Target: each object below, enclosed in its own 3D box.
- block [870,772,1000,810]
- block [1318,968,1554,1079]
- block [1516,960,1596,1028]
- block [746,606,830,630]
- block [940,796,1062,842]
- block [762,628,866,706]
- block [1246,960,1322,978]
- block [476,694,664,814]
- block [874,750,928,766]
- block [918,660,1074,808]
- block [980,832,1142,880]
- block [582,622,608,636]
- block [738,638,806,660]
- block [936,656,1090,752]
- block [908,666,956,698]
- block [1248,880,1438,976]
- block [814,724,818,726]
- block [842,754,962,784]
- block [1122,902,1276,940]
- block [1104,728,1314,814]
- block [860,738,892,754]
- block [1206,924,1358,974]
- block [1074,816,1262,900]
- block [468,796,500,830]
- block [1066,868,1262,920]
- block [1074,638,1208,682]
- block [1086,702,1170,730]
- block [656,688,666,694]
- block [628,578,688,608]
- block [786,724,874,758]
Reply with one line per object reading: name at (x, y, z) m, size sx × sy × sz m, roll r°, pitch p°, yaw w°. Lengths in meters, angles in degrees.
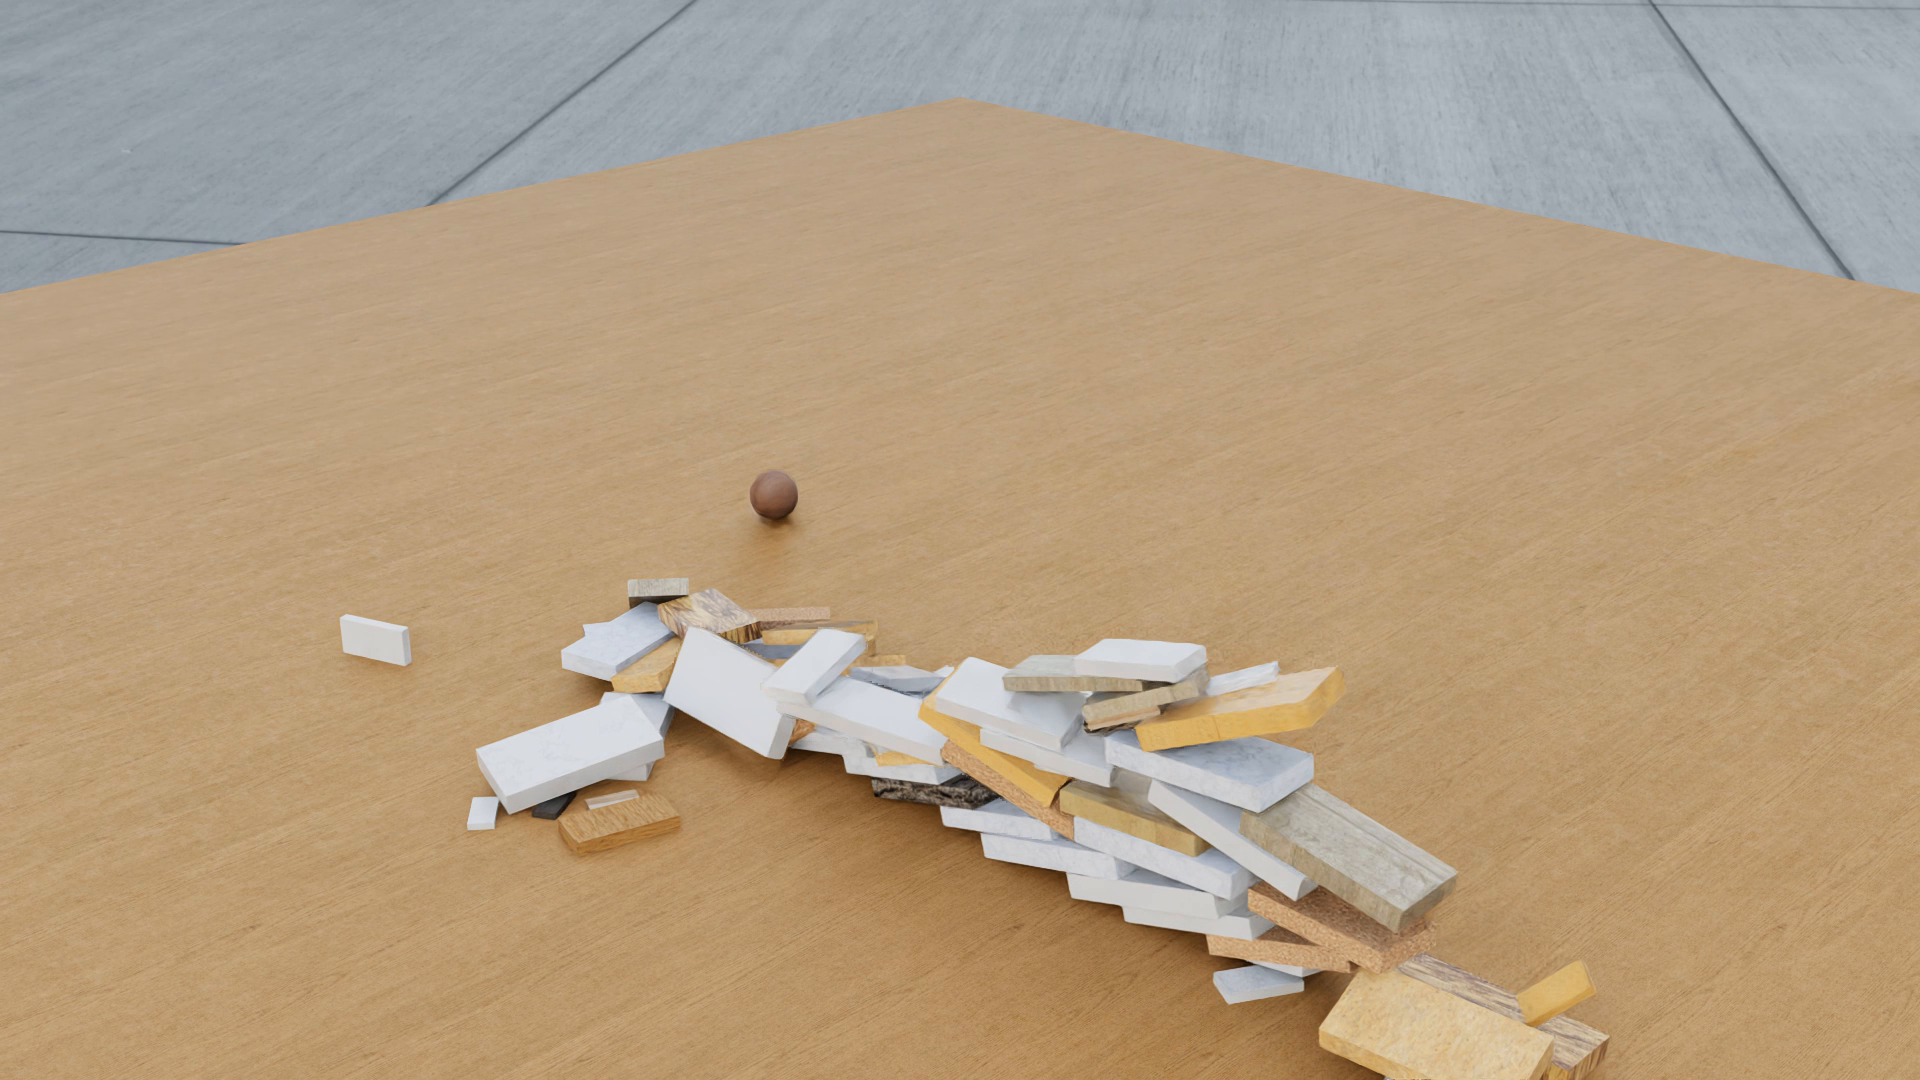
block at (-0.025, 0.486, 4.453) m, size 0.150 × 0.043 × 0.301 m, roll -21°, pitch 14°, yaw -40°
block at (0.780, 0.824, 3.610) m, size 0.337 × 0.048 × 0.168 m, roll 19°, pitch 47°, yaw 33°
block at (0.994, 0.758, 3.669) m, size 0.126 × 0.018 × 0.063 m, roll -37°, pitch 31°, yaw 20°
block at (-0.417, 0.189, 5.148) m, size 0.226 × 0.032 × 0.113 m, roll -2°, pitch 13°, yaw -4°
block at (0.119, 0.529, 4.314) m, size 0.150 × 0.043 × 0.301 m, roll -22°, pitch 15°, yaw -41°
block at (-0.301, 0.262, 4.564) m, size 0.108 × 0.031 × 0.217 m, roll 7°, pitch 35°, yaw 34°
block at (0.584, 0.745, 3.909) m, size 0.072 × 0.020 × 0.143 m, roll -9°, pitch 7°, yaw -34°
block at (-0.806, 0.441, 4.553) m, size 0.344 × 0.049 × 0.172 m, roll -19°, pitch 39°, yaw -24°
block at (-0.005, 0.401, 4.428) m, size 0.301 × 0.043 × 0.150 m, roll -7°, pitch 12°, yaw 25°
block at (0.088, 0.367, 4.190) m, size 0.307 × 0.043 × 0.153 m, roll 34°, pitch 45°, yaw 14°
block at (0.228, 0.575, 4.220) m, size 0.178 × 0.050 × 0.355 m, roll -21°, pitch 15°, yaw -40°
block at (-0.718, 0.233, 5.156) m, size 0.309 × 0.044 × 0.154 m, roll -6°, pitch 24°, yaw -14°
block at (-0.387, 0.242, 5.006) m, size 0.283 × 0.040 × 0.141 m, roll -4°, pitch 5°, yaw 32°
block at (0.102, 0.307, 4.129) m, size 0.264 × 0.037 × 0.132 m, roll 17°, pitch 40°, yaw 24°
block at (-0.051, 0.332, 4.880) m, size 0.088 × 0.025 × 0.176 m, roll 17°, pitch 28°, yaw 35°
block at (0.661, 0.653, 3.819) m, size 0.148 × 0.042 × 0.297 m, roll -17°, pitch 26°, yaw -38°
block at (-0.373, 0.382, 4.735) m, size 0.198 × 0.028 × 0.099 m, roll -8°, pitch 10°, yaw 29°
block at (-0.093, 0.446, 4.511) m, size 0.143 × 0.041 × 0.286 m, roll -21°, pitch 14°, yaw -40°
block at (0.458, 0.667, 4.025) m, size 0.297 × 0.042 × 0.148 m, roll -1°, pitch 15°, yaw 46°
block at (0.445, 0.391, 3.946) m, size 0.337 × 0.048 × 0.168 m, roll 15°, pitch 26°, yaw 40°
block at (-0.151, 0.392, 4.445) m, size 0.084 × 0.024 × 0.168 m, roll -16°, pitch 13°, yaw -16°
block at (0.603, 0.704, 3.908) m, size 0.297 × 0.042 × 0.149 m, roll -1°, pitch 15°, yaw 43°
block at (0.402, 0.547, 4.019) m, size 0.355 × 0.050 × 0.178 m, roll 15°, pitch 27°, yaw 40°
block at (-0.962, 0.552, 4.442) m, size 0.053 × 0.015 × 0.105 m, roll -2°, pitch 23°, yaw -5°
block at (0.390, 0.624, 4.071) m, size 0.178 × 0.050 × 0.355 m, roll -22°, pitch 14°, yaw -42°
block at (0.324, 0.216, 3.960) m, size 0.214 × 0.030 × 0.107 m, roll 2°, pitch 20°, yaw 38°
block at (0.307, 0.311, 3.996) m, size 0.142 × 0.020 × 0.071 m, roll -15°, pitch 10°, yaw 25°
block at (-0.620, 0.304, 4.957) m, size 0.099 × 0.028 × 0.198 m, roll -7°, pitch 17°, yaw 6°
block at (-0.717, 0.128, 5.231) m, size 0.139 × 0.040 × 0.279 m, roll -2°, pitch -7°, yaw -8°
block at (-0.238, 0.406, 4.651) m, size 0.143 × 0.041 × 0.286 m, roll -21°, pitch 14°, yaw -40°
